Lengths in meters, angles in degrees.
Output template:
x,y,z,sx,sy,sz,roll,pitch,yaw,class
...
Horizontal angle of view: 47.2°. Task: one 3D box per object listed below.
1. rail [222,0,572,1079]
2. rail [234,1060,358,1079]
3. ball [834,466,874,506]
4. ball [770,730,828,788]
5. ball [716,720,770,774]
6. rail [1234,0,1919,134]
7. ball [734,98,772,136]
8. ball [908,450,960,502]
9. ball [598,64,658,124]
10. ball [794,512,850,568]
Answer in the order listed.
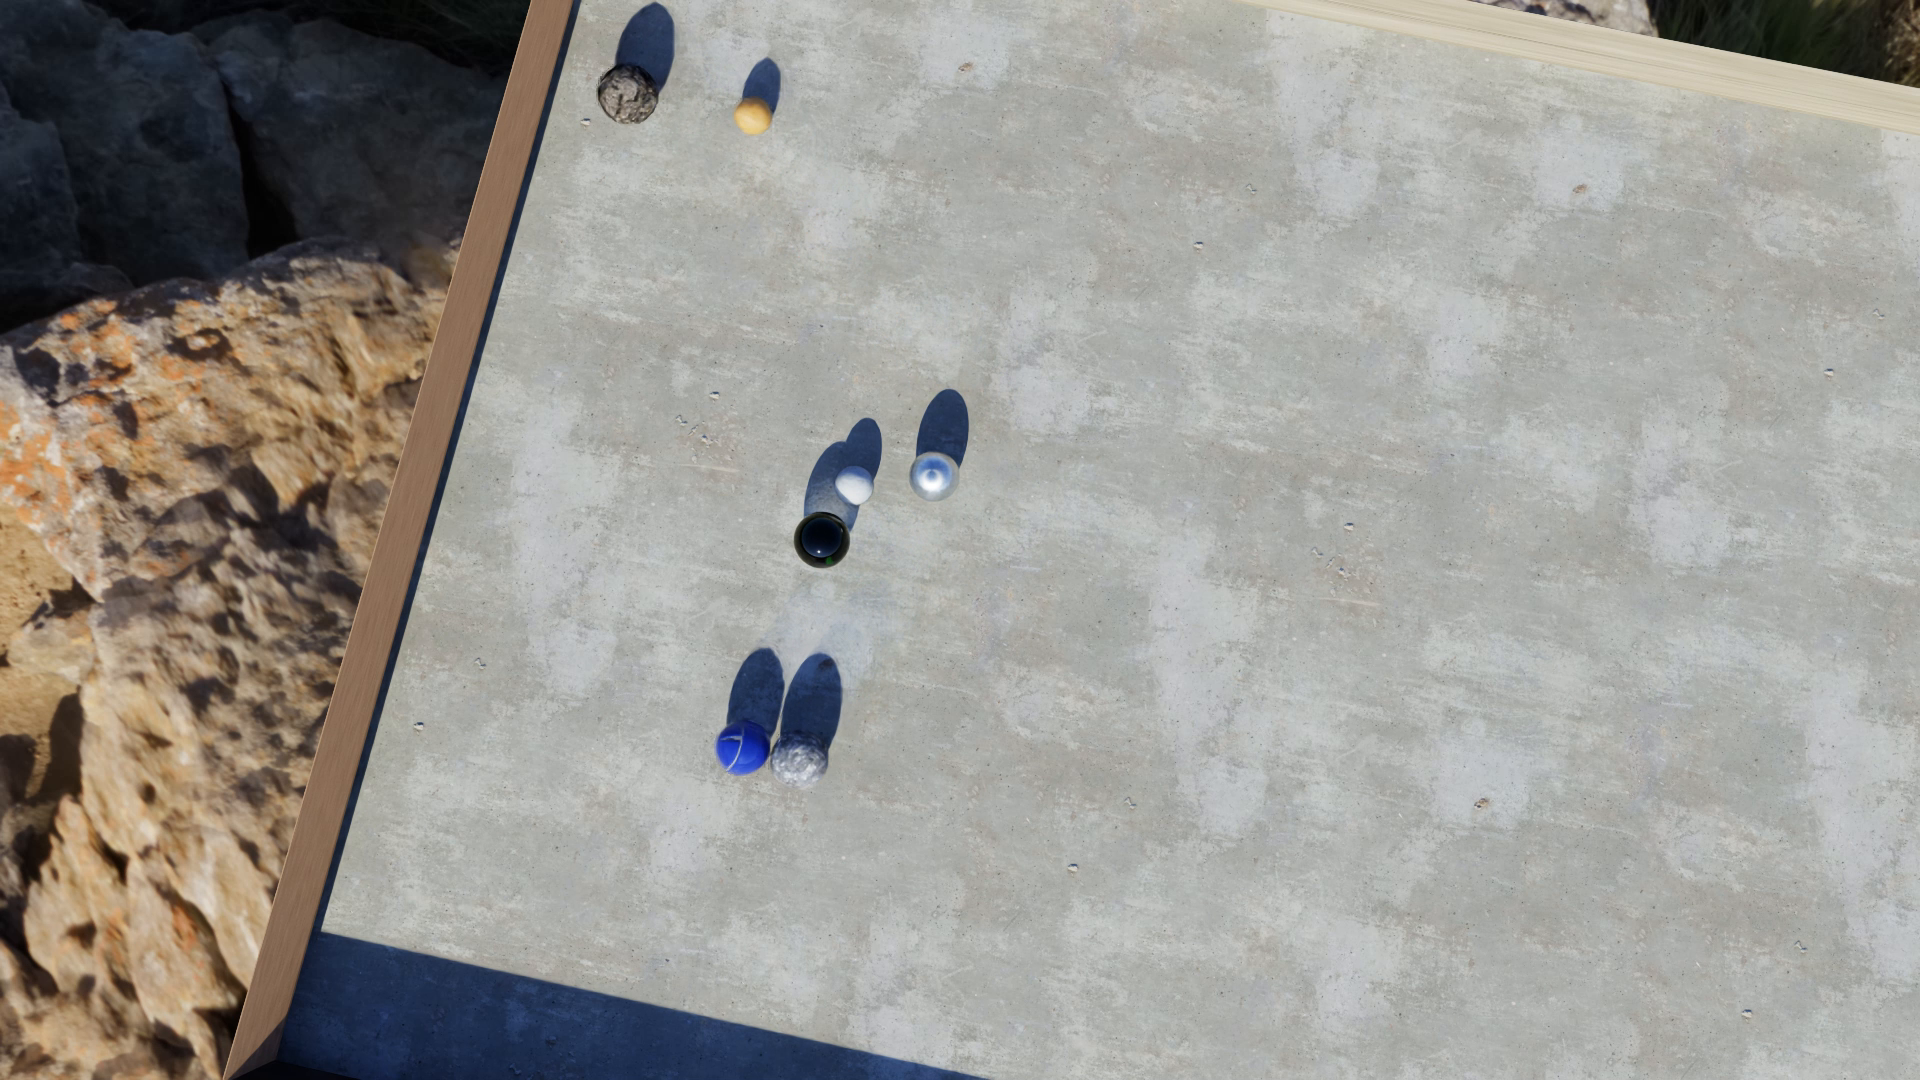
x,y,z,sx,sy,sz,roll,pitch,yaw,class
-0.794,-0.171,3.341,0.045,0.123,1.997,12,77,3,rail
0.611,1.092,3.034,3.342,0.123,0.045,12,77,3,rail
-0.161,-0.083,3.353,0.060,0.060,0.060,0,76,0,ball
-0.236,0.323,3.241,0.086,0.086,0.086,0,76,0,ball
-0.320,0.306,3.249,0.080,0.080,0.080,0,76,0,ball
1.022,-0.760,3.485,3.342,0.123,0.045,12,77,3,rail
-0.329,-0.674,3.497,0.060,0.060,0.060,0,76,0,ball
-0.039,-0.097,3.347,0.078,0.078,0.078,0,76,0,ball
-0.526,-0.706,3.487,0.095,0.095,0.095,0,76,0,ball
-0.208,0.000,3.320,0.086,0.086,0.086,0,76,0,ball
